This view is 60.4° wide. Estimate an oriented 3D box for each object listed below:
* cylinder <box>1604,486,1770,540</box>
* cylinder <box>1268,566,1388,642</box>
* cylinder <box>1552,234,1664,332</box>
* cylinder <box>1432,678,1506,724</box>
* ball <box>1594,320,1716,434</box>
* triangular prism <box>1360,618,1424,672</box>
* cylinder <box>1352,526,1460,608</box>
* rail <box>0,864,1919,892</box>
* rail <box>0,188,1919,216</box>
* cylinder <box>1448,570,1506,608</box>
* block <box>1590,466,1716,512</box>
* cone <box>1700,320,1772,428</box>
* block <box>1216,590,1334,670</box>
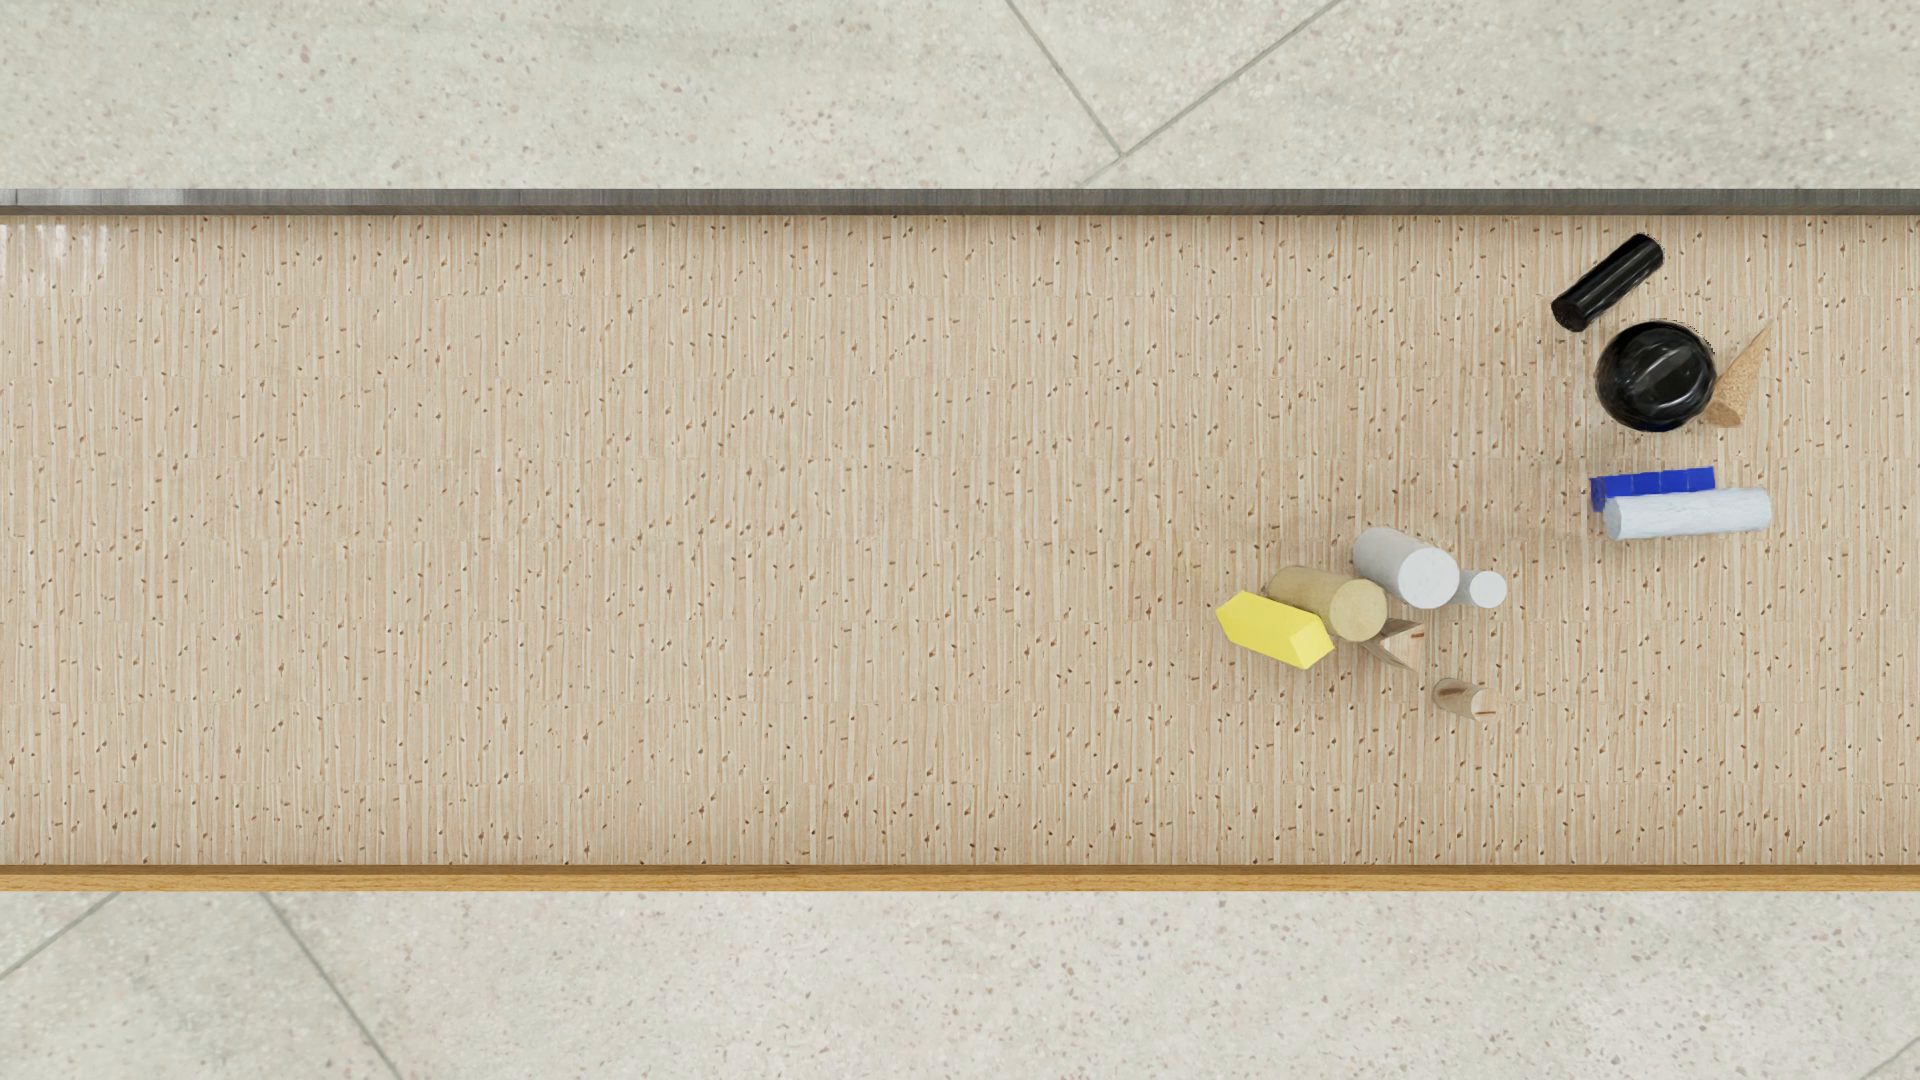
[{"bbox_3d":[2.162,-0.080,4.910,0.444,0.127,0.127,-4,90,-1],"label":"cylinder"},{"bbox_3d":[1.074,0.182,4.851,0.178,0.420,0.178,-1,95,-14],"label":"cylinder"},{"bbox_3d":[1.953,-0.774,4.971,0.348,0.127,0.127,-37,90,-15],"label":"cylinder"},{"bbox_3d":[1.505,0.474,4.888,0.101,0.378,0.101,0,90,0],"label":"cylinder"},{"bbox_3d":[2.055,-0.482,4.879,0.333,0.333,0.333,0,90,0],"label":"ball"},{"bbox_3d":[1.293,0.289,4.899,0.139,0.355,0.121,37,90,0],"label":"triangular prism"},{"bbox_3d":[1.300,0.075,4.838,0.174,0.456,0.174,0,98,-3],"label":"cylinder"},{"bbox_3d":[-2.247,1.025,5.001,12.000,0.150,0.050,0,90,0],"label":"rail"},{"bbox_3d":[-2.247,-1.025,5.002,12.000,0.150,0.050,0,90,0],"label":"rail"},{"bbox_3d":[1.508,0.141,4.893,0.106,0.368,0.106,0,90,0],"label":"cylinder"},{"bbox_3d":[2.108,-0.153,5.021,0.333,0.107,0.107,-5,90,-1],"label":"block"},{"bbox_3d":[2.403,-0.535,5.043,0.137,0.137,0.370,34,80,0],"label":"cone"},{"bbox_3d":[0.922,0.262,4.862,0.112,0.400,0.112,-35,110,-14],"label":"block"}]
